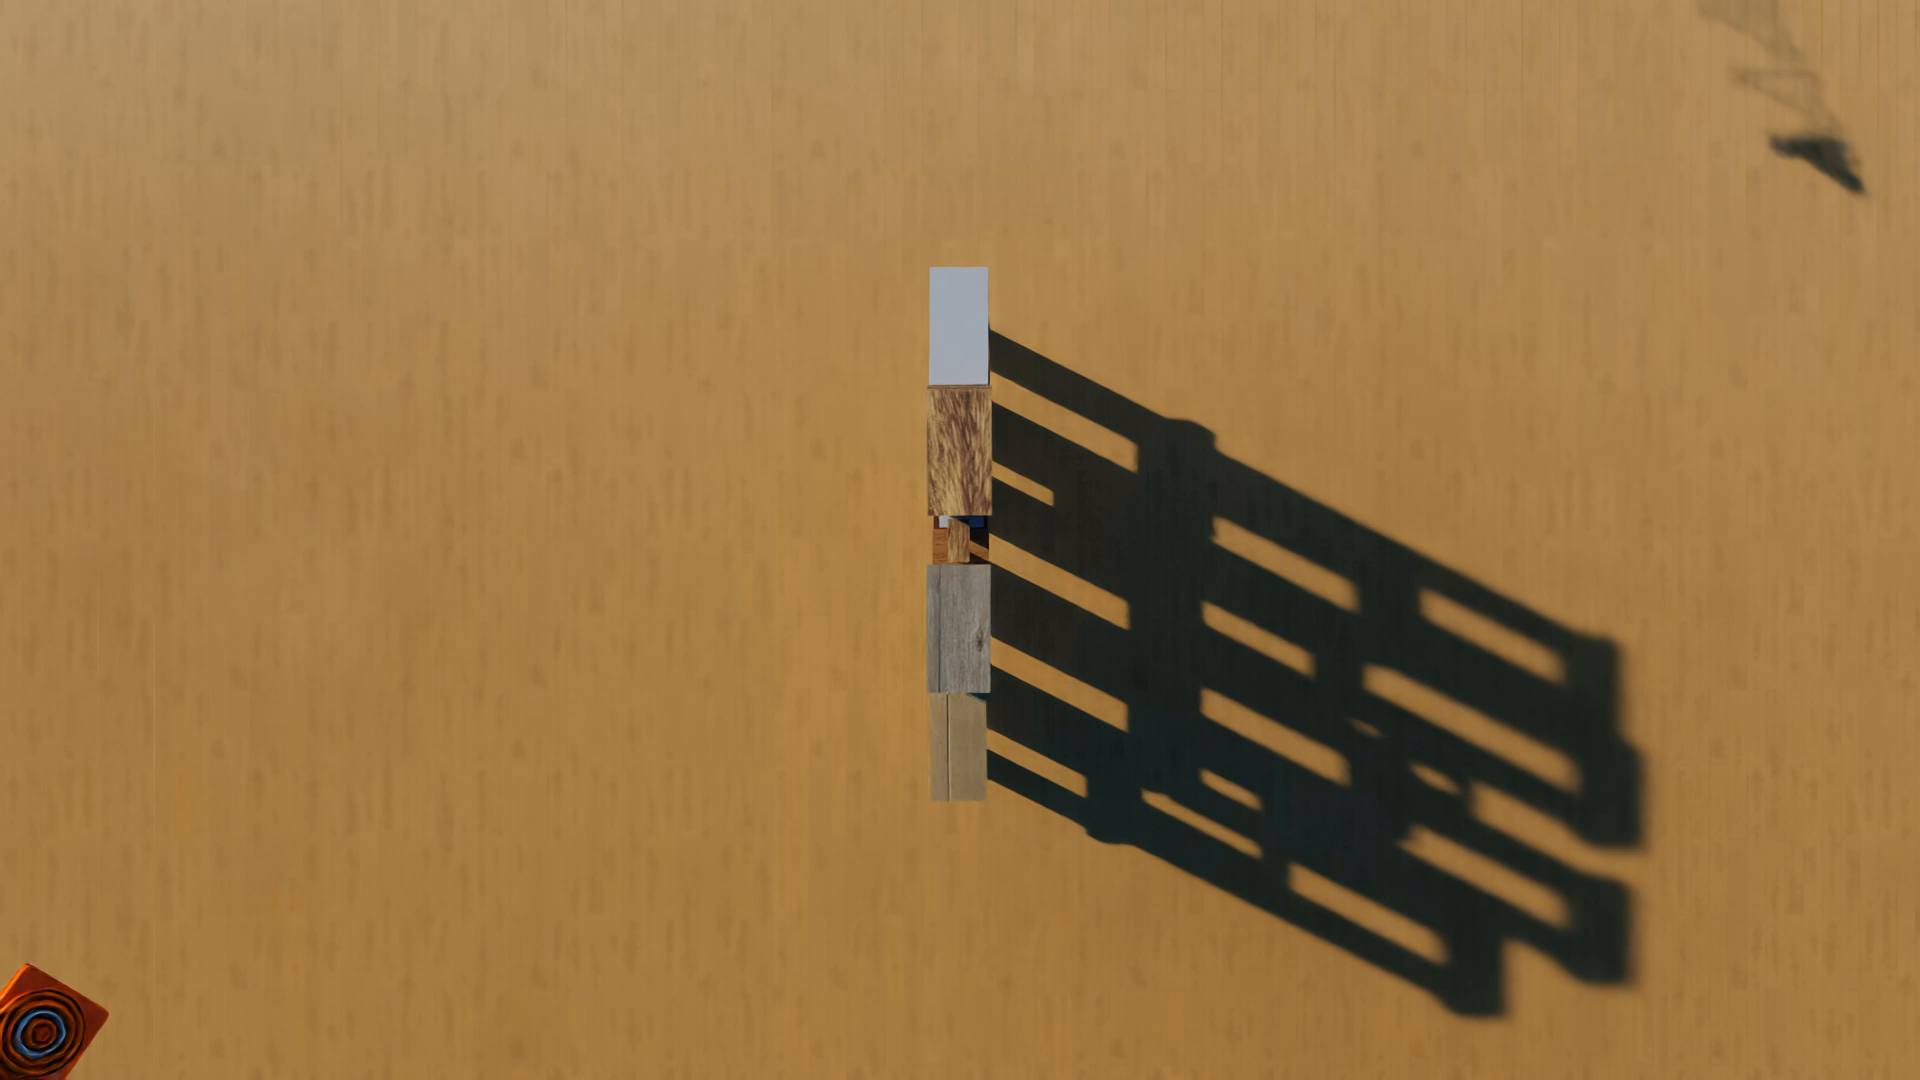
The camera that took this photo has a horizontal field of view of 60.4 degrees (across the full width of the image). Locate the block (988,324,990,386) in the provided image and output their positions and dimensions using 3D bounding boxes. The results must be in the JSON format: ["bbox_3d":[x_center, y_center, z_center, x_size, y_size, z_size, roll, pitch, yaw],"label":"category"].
[{"bbox_3d":[0.005,-0.460,4.752,0.161,0.046,0.321,0,90,0],"label":"block"}]

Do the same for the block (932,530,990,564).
[{"bbox_3d":[0.002,0.132,4.766,0.163,0.046,0.327,0,90,0],"label":"block"}]

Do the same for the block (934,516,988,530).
[{"bbox_3d":[0.002,-0.024,5.140,0.168,0.048,0.337,0,90,0],"label":"block"}]

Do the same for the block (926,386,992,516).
[{"bbox_3d":[-0.002,-0.236,4.363,0.171,0.048,0.342,0,90,0],"label":"block"}]

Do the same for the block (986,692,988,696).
[{"bbox_3d":[0.000,0.317,5.141,0.168,0.048,0.336,0,90,0],"label":"block"}]

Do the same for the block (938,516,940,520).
[{"bbox_3d":[0.003,-0.079,4.986,0.129,0.258,0.037,1,90,0],"label":"block"}]

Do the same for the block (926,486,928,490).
[{"bbox_3d":[-0.002,-0.122,4.604,0.171,0.433,0.048,-2,90,0],"label":"block"}]

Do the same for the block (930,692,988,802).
[{"bbox_3d":[-0.004,0.569,4.596,0.156,0.044,0.312,-1,88,1],"label":"block"}]

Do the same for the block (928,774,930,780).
[{"bbox_3d":[-0.003,0.673,4.910,0.156,0.589,0.044,-5,91,1],"label":"block"}]

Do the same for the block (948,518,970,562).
[{"bbox_3d":[-0.004,0.002,4.614,0.060,0.017,0.121,0,90,0],"label":"block"}]

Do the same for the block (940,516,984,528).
[{"bbox_3d":[0.003,-0.167,4.839,0.129,0.037,0.258,-1,90,0],"label":"block"}]

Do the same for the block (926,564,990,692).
[{"bbox_3d":[-0.004,0.234,4.379,0.169,0.048,0.338,0,90,0],"label":"block"}]

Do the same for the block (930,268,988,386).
[{"bbox_3d":[-0.003,-0.567,4.395,0.156,0.044,0.312,0,90,0],"label":"block"}]
